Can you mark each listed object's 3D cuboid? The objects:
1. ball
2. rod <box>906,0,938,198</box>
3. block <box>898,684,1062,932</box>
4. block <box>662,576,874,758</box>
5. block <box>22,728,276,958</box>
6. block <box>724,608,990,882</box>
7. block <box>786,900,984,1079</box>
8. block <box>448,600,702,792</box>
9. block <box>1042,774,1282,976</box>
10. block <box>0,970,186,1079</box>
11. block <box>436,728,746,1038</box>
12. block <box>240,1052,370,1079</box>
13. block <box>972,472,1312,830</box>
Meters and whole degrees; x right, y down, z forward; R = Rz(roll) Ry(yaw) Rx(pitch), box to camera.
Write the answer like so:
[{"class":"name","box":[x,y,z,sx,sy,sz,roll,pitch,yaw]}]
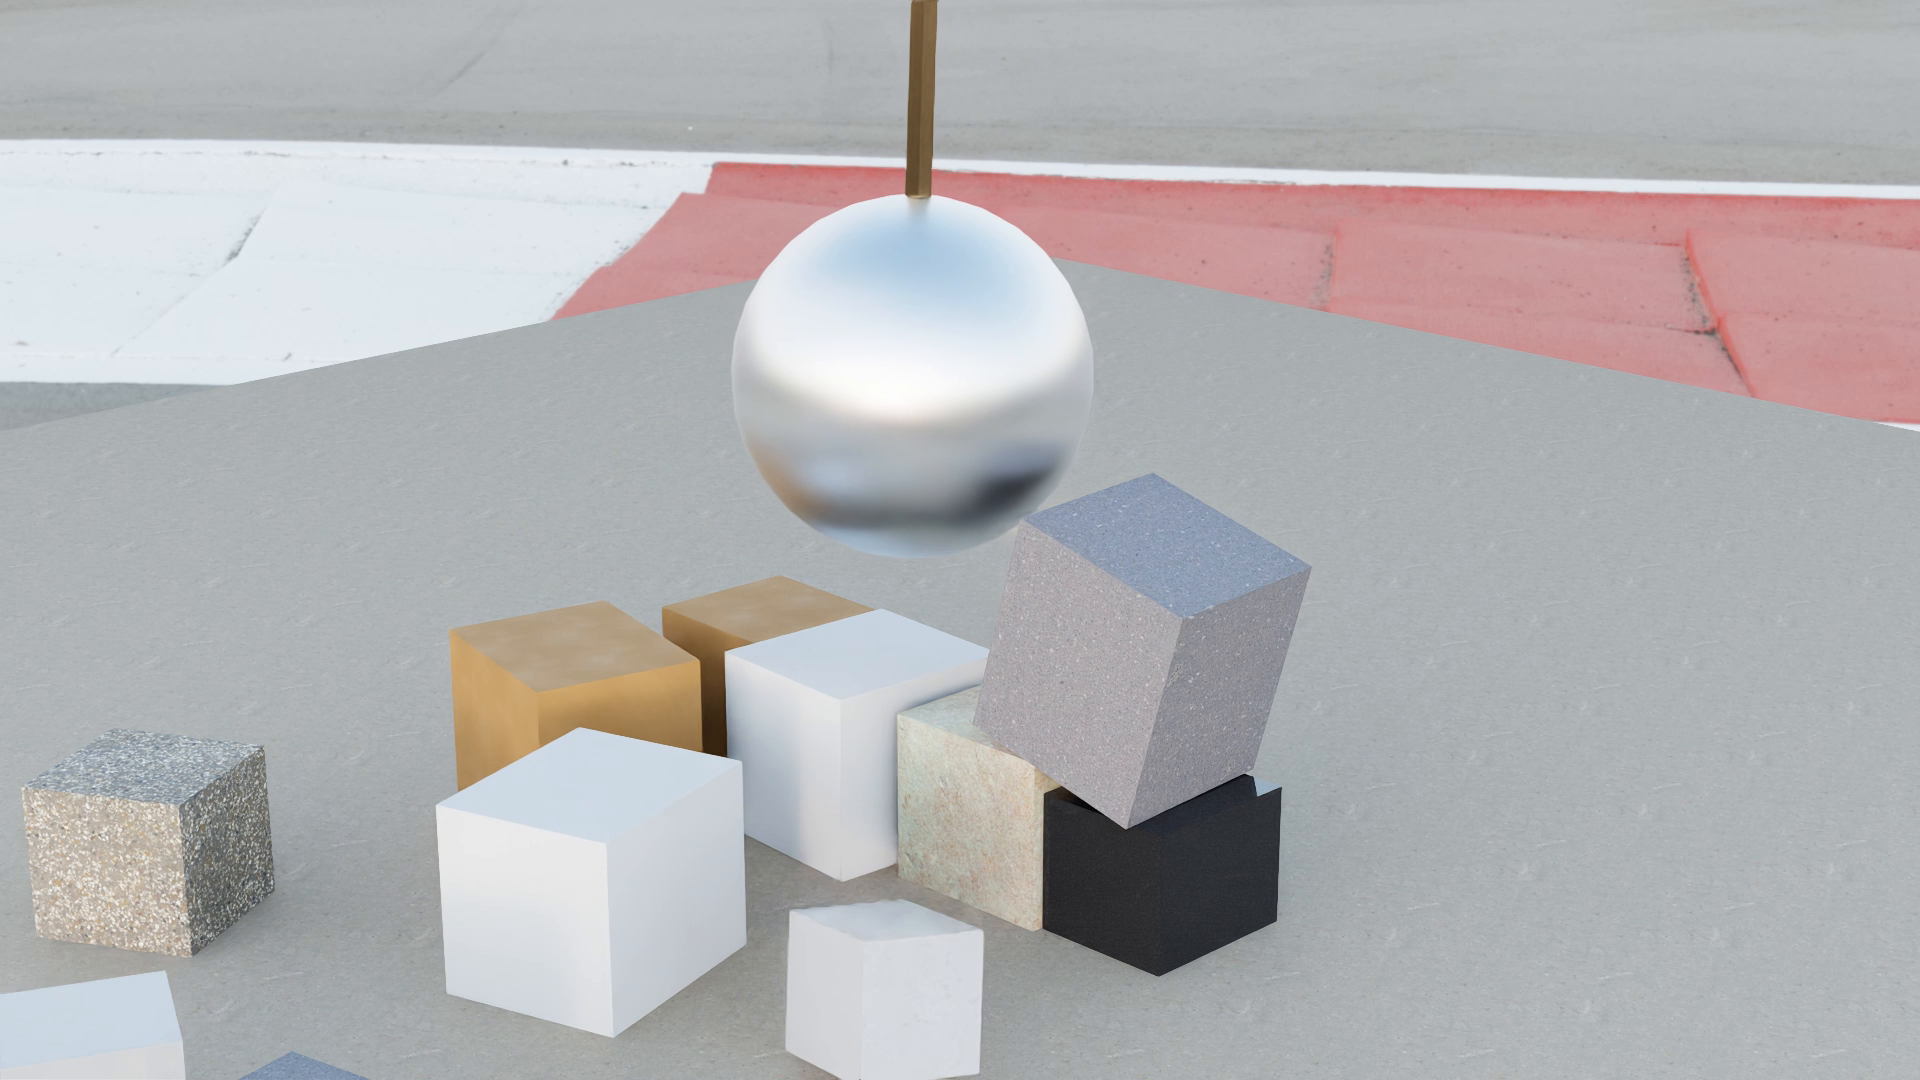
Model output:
[{"class":"ball","box":[-0.208,-0.716,12.899,1.600,1.600,1.600,0,17,0]},{"class":"rod","box":[-0.090,-3.991,11.993,0.080,5.200,0.080,17,21,42]},{"class":"block","box":[0.340,1.155,13.349,0.906,0.791,0.854,-17,24,-42]},{"class":"block","box":[-0.934,0.748,14.532,0.748,0.860,0.763,-15,23,-40]},{"class":"block","box":[-3.571,1.325,12.952,0.760,0.706,0.731,5,18,15]},{"class":"block","box":[-0.459,0.948,13.852,0.954,0.885,0.862,-15,23,-39]},{"class":"block","box":[-0.301,1.768,11.498,0.526,0.564,0.623,-1,5,-31]},{"class":"block","box":[-1.815,0.926,13.869,0.815,0.917,1.021,-11,20,-30]},{"class":"block","box":[0.883,1.393,12.843,0.792,0.642,0.679,-17,24,-42]},{"class":"block","box":[-3.145,2.054,10.634,0.627,0.704,0.606,-6,18,-19]},{"class":"block","box":[-1.540,1.422,12.396,0.847,0.854,1.006,9,20,27]},{"class":"block","box":[-2.357,2.241,10.278,0.562,0.560,0.640,11,21,32]},{"class":"block","box":[0.775,0.460,12.635,0.907,1.044,0.882,33,34,32]}]
